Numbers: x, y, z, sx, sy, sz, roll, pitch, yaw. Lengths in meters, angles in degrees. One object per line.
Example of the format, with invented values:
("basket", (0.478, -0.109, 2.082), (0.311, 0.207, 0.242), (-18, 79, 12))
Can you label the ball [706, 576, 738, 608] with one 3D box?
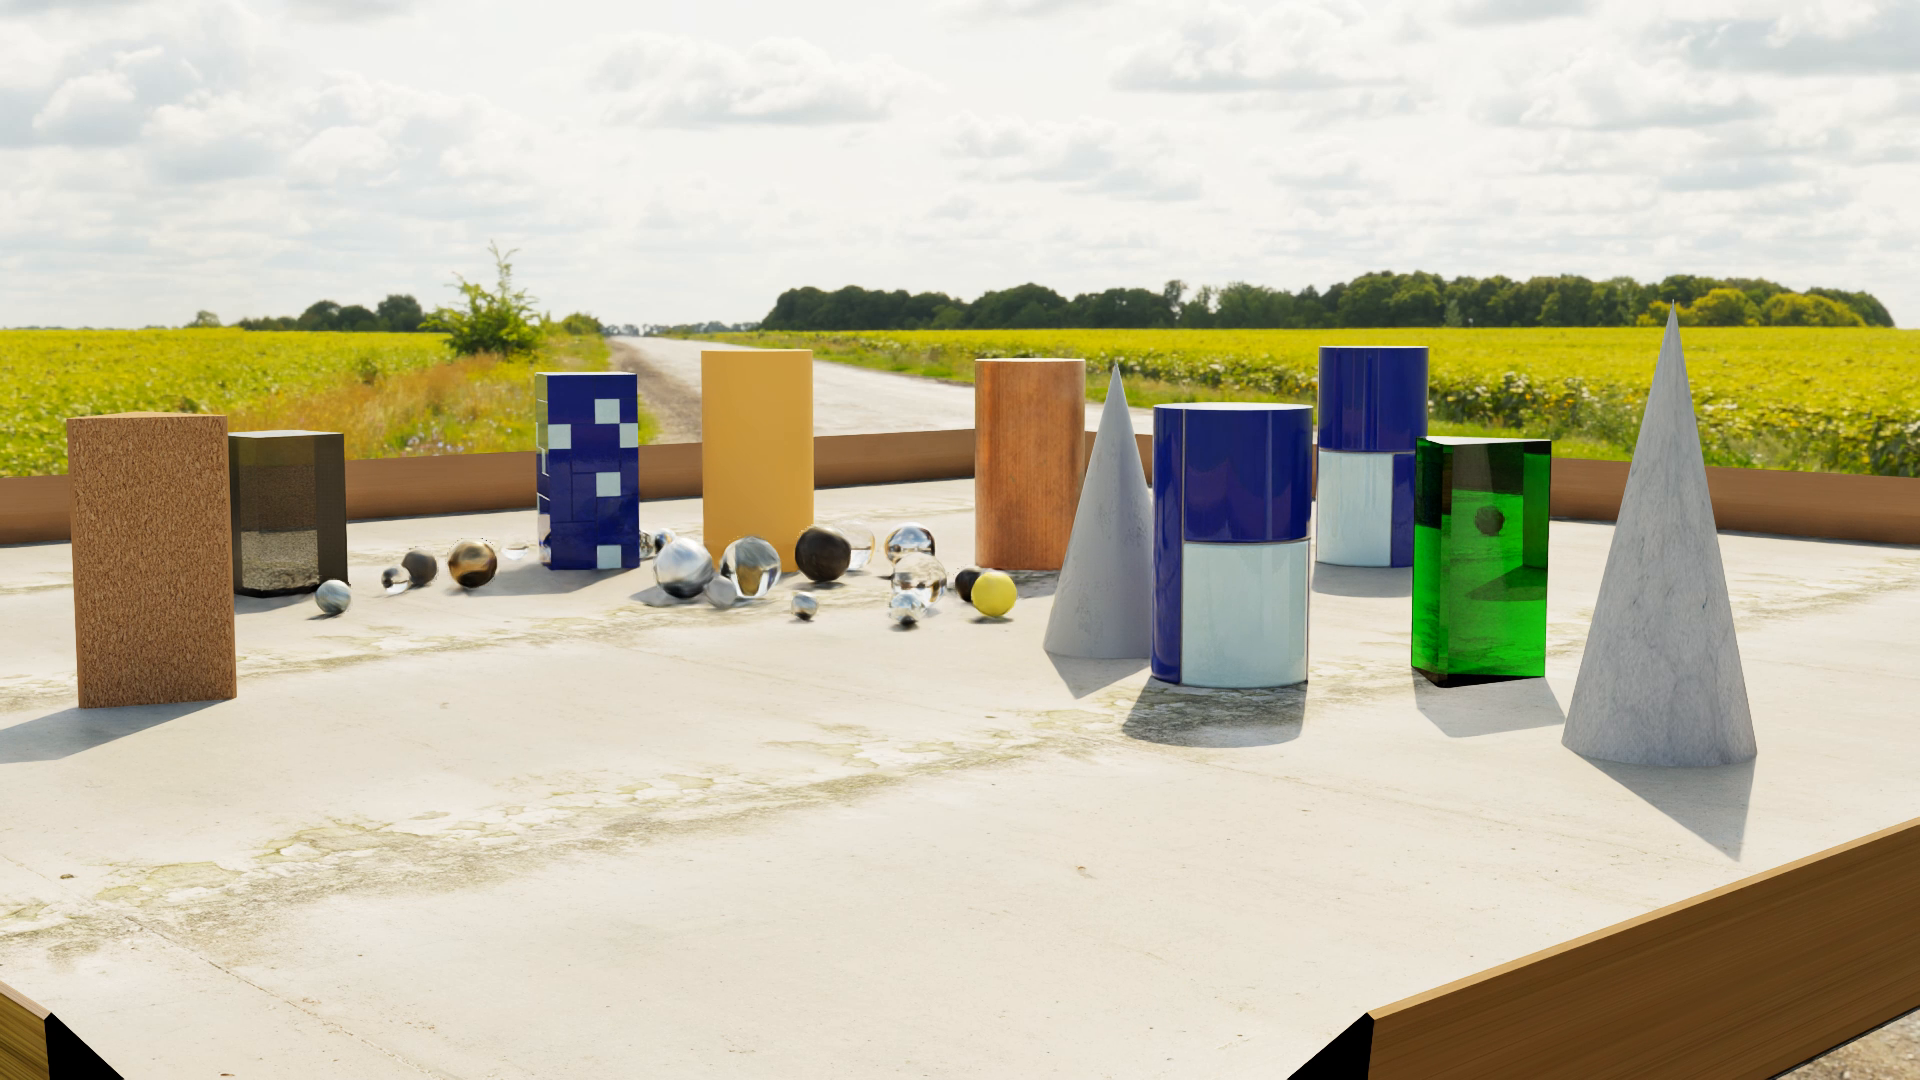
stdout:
("ball", (-0.355, 0.078, 3.276), (0.047, 0.047, 0.047), (0, 6, 0))

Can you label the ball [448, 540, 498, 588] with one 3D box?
("ball", (-0.779, 0.038, 3.512), (0.077, 0.077, 0.077), (0, 6, 0))

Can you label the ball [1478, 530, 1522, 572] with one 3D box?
("ball", (0.913, 0.018, 3.723), (0.072, 0.072, 0.072), (0, 6, 0))

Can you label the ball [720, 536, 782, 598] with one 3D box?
("ball", (-0.322, 0.043, 3.381), (0.096, 0.096, 0.096), (0, 6, 0))

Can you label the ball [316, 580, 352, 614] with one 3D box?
("ball", (-0.912, 0.084, 3.203), (0.051, 0.051, 0.051), (0, 6, 0))

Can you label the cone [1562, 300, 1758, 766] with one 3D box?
("cone", (0.711, -0.015, 2.217), (0.191, 0.454, 0.191), (0, 6, 0))

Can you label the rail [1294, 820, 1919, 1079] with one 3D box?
("rail", (1.236, 0.173, 2.000), (3.784, 0.124, 0.045), (-6, 8, -42))

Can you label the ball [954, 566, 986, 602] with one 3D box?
("ball", (0.019, 0.067, 3.337), (0.055, 0.055, 0.055), (0, 6, 0))

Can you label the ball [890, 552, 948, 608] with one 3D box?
("ball", (-0.061, 0.061, 3.260), (0.084, 0.084, 0.084), (0, 6, 0))

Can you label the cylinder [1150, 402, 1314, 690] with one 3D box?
("cylinder", (0.327, 0.002, 2.654), (0.191, 0.328, 0.191), (0, 6, 0))

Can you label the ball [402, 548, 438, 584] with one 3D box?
("ball", (-0.873, 0.043, 3.553), (0.058, 0.058, 0.058), (0, 6, 0))

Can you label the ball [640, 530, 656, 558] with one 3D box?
("ball", (-0.571, 0.007, 3.928), (0.052, 0.052, 0.052), (0, 6, 0))

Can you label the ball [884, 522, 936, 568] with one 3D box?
("ball", (-0.084, 0.013, 3.697), (0.089, 0.089, 0.089), (0, 6, 0))

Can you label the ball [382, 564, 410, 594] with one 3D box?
("ball", (-0.882, 0.062, 3.439), (0.045, 0.045, 0.045), (0, 6, 0))

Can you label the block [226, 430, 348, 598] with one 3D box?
("block", (-1.081, -0.044, 3.479), (0.153, 0.248, 0.153), (5, 8, 42))

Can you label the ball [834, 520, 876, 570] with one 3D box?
("ball", (-0.186, 0.009, 3.744), (0.086, 0.086, 0.086), (0, 6, 0))

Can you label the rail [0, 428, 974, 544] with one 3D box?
("rail", (-1.236, -0.108, 4.664), (3.784, 0.124, 0.045), (-6, 8, -42))

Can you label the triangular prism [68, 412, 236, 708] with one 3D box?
("triangular prism", (-0.934, 0.017, 2.536), (0.166, 0.324, 0.143), (-3, 7, -23))

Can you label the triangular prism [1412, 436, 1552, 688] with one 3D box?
("triangular prism", (0.603, 0.021, 2.675), (0.166, 0.287, 0.143), (-3, 7, -30))

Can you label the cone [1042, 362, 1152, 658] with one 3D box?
("cone", (0.203, -0.047, 2.880), (0.191, 0.379, 0.191), (0, 6, 0))

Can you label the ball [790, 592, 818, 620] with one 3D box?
("ball", (-0.223, 0.095, 3.154), (0.040, 0.040, 0.040), (0, 6, 0))

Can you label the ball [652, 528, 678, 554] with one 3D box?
("ball", (-0.533, 0.004, 3.962), (0.050, 0.050, 0.050), (0, 6, 0))

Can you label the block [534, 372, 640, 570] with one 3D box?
("block", (-0.649, -0.123, 3.824), (0.153, 0.332, 0.153), (-2, 6, -19))

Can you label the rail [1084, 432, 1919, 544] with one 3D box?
("rail", (1.373, -0.100, 4.592), (0.045, 0.124, 3.693), (-6, 8, -42))

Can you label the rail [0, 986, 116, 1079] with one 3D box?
("rail", (-1.373, 0.165, 2.072), (0.045, 0.124, 3.693), (-6, 8, -42))

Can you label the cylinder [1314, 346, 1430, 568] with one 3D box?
("cylinder", (0.723, -0.150, 3.861), (0.191, 0.378, 0.191), (0, 6, 0))

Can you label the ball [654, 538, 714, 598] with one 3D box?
("ball", (-0.424, 0.044, 3.382), (0.092, 0.092, 0.092), (0, 6, 0))

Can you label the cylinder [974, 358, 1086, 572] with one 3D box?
("cylinder", (0.121, -0.134, 3.816), (0.191, 0.356, 0.191), (0, 6, 0))

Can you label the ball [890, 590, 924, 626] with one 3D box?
("ball", (-0.075, 0.096, 3.096), (0.050, 0.050, 0.050), (0, 6, 0))

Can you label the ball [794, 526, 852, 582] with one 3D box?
("ball", (-0.223, 0.023, 3.580), (0.093, 0.093, 0.093), (0, 6, 0))

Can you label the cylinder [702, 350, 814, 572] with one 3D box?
("cylinder", (-0.347, -0.139, 3.784), (0.191, 0.373, 0.191), (0, 6, 0))

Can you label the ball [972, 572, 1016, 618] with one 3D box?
("ball", (0.049, 0.079, 3.179), (0.066, 0.066, 0.066), (0, 6, 0))

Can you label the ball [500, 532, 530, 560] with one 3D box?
("ball", (-0.789, 0.011, 3.898), (0.050, 0.050, 0.050), (0, 6, 0))
